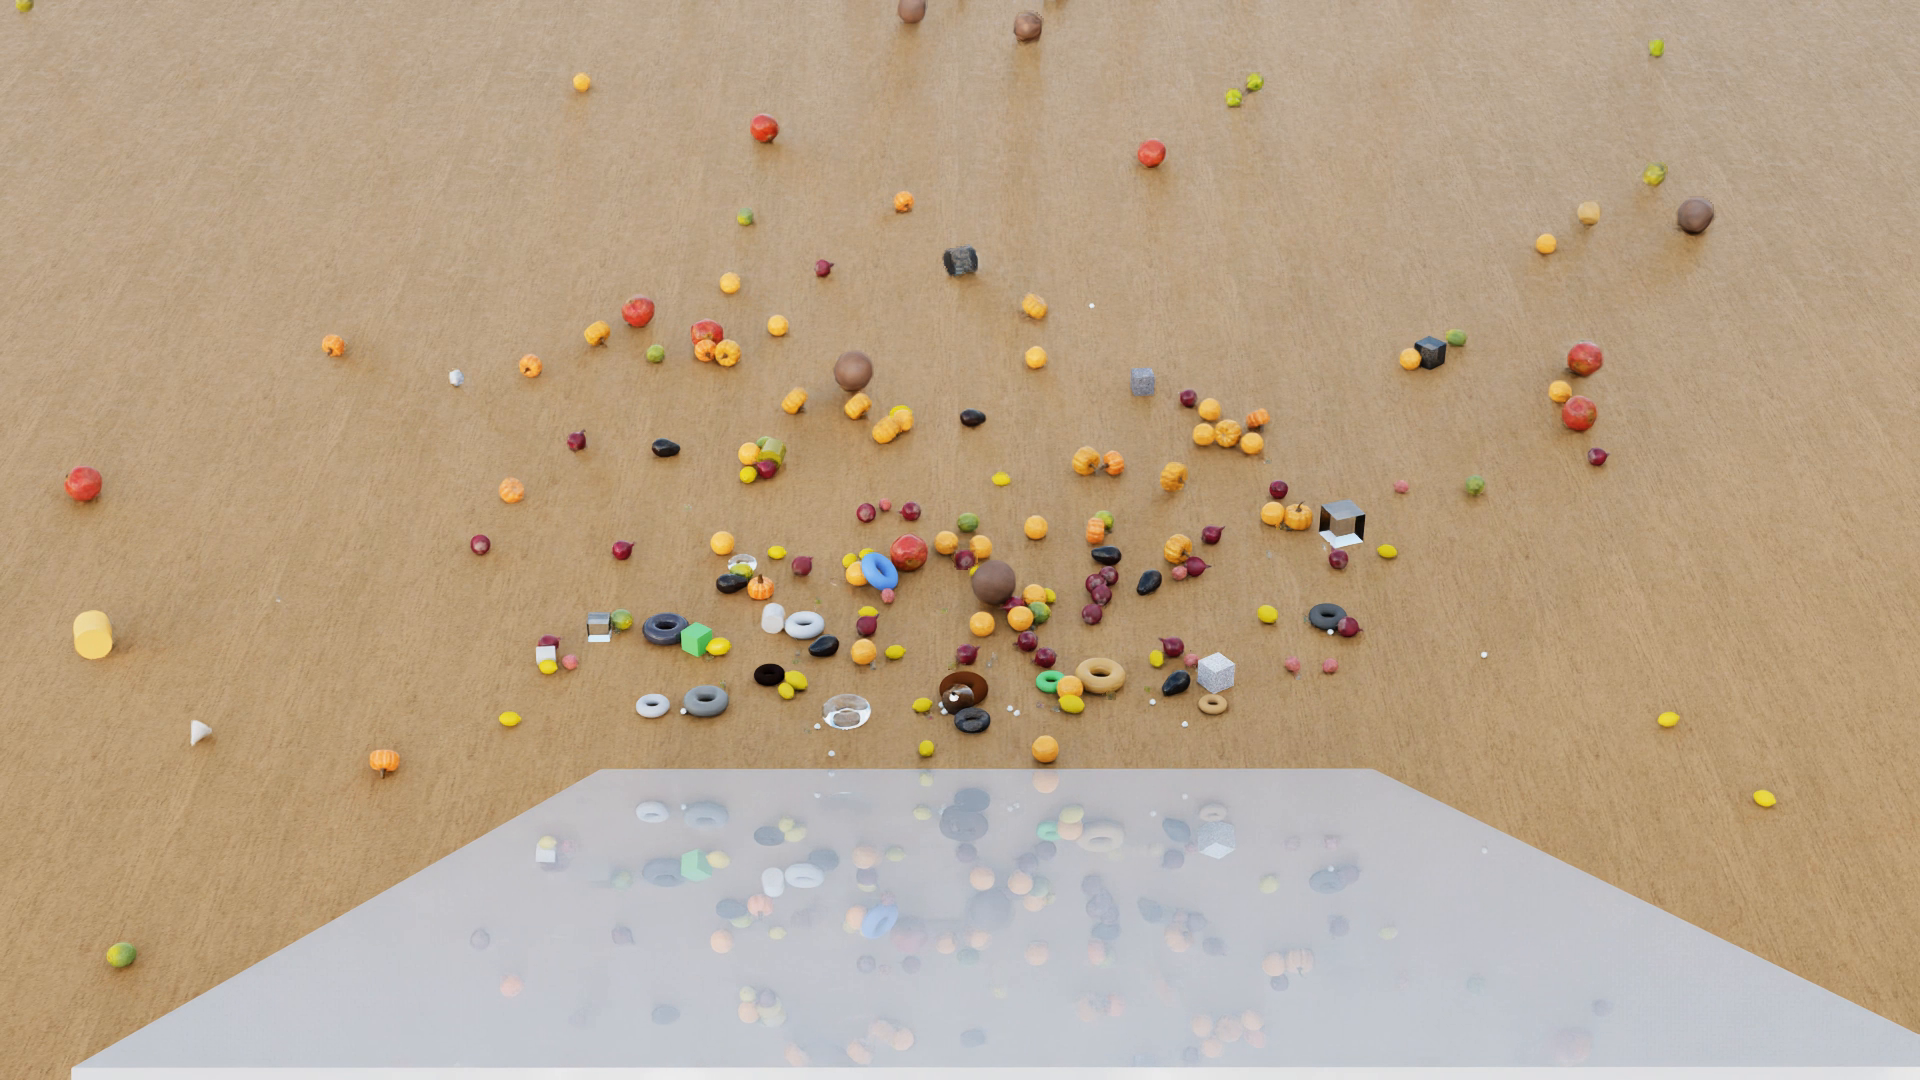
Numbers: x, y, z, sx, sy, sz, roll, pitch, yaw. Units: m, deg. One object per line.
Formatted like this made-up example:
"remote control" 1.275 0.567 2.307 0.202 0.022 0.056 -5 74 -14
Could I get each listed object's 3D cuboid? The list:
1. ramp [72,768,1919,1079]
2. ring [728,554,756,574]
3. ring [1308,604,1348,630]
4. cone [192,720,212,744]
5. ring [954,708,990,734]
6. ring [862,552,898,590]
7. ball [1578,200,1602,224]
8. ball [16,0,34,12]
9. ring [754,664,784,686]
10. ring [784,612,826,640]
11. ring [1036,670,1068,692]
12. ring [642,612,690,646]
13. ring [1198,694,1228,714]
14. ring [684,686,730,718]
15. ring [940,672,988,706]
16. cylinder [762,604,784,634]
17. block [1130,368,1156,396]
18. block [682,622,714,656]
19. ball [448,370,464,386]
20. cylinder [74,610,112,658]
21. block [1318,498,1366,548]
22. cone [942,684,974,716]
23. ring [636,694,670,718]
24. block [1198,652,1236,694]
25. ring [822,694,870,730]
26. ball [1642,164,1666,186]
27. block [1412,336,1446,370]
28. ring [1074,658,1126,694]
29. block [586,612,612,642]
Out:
"ramp" 0.070 0.622 4.707 2.000 0.100 4.000 0 -1 0
"ring" -0.646 0.072 7.687 0.087 0.029 0.087 0 33 0
"ring" 1.056 0.220 7.439 0.110 0.037 0.110 0 33 0
"cone" -2.047 0.527 6.951 0.060 0.060 0.060 13 61 20
"ring" 0.033 0.488 7.008 0.100 0.033 0.100 -1 31 1
"ring" -0.235 0.093 7.590 0.129 0.043 0.129 33 34 -25
"ball" 2.367 -1.231 9.743 0.089 0.089 0.089 0 32 0
"ball" -4.217 -2.420 11.680 0.080 0.080 0.080 0 32 0
"ring" -0.529 0.374 7.197 0.087 0.029 0.087 -1 32 1
"ring" -0.444 0.243 7.399 0.117 0.039 0.117 -1 31 0
"ring" 0.253 0.392 7.168 0.087 0.029 0.087 -1 32 1
"ring" -0.837 0.253 7.377 0.136 0.045 0.136 1 31 -1
"ring" 0.691 0.449 7.078 0.078 0.026 0.078 -1 32 1
"ring" -0.693 0.440 7.077 0.126 0.042 0.126 0 30 0
"ring" 0.010 0.409 7.124 0.135 0.045 0.135 -1 32 1
"cylinder" -0.534 0.224 7.407 0.063 0.063 0.063 0 32 0
"block" 0.608 -0.527 8.620 0.067 0.067 0.067 -4 32 -7
"block" -0.742 0.281 7.316 0.062 0.062 0.062 23 38 32
"ball" -1.683 -0.542 8.661 0.052 0.052 0.052 0 32 0
"cylinder" -2.443 0.266 7.304 0.099 0.099 0.099 -10 33 -16
"block" 1.153 -0.050 7.819 0.098 0.098 0.098 -12 34 -19
"cone" -0.013 0.422 7.025 0.090 0.090 0.090 -3 72 10
"ring" -0.838 0.452 7.068 0.093 0.031 0.093 -1 30 0
"block" 0.708 0.368 7.165 0.072 0.072 0.072 -20 37 -29
"ring" -0.309 0.465 7.035 0.134 0.045 0.134 -1 32 1
"ball" 2.691 -1.416 10.041 0.090 0.090 0.090 0 32 0
"block" 1.593 -0.634 8.786 0.076 0.076 0.076 -25 40 -35
"ring" 0.388 0.376 7.176 0.142 0.047 0.142 1 32 -1
"block" -1.026 0.247 7.371 0.061 0.061 0.061 0 32 -1
